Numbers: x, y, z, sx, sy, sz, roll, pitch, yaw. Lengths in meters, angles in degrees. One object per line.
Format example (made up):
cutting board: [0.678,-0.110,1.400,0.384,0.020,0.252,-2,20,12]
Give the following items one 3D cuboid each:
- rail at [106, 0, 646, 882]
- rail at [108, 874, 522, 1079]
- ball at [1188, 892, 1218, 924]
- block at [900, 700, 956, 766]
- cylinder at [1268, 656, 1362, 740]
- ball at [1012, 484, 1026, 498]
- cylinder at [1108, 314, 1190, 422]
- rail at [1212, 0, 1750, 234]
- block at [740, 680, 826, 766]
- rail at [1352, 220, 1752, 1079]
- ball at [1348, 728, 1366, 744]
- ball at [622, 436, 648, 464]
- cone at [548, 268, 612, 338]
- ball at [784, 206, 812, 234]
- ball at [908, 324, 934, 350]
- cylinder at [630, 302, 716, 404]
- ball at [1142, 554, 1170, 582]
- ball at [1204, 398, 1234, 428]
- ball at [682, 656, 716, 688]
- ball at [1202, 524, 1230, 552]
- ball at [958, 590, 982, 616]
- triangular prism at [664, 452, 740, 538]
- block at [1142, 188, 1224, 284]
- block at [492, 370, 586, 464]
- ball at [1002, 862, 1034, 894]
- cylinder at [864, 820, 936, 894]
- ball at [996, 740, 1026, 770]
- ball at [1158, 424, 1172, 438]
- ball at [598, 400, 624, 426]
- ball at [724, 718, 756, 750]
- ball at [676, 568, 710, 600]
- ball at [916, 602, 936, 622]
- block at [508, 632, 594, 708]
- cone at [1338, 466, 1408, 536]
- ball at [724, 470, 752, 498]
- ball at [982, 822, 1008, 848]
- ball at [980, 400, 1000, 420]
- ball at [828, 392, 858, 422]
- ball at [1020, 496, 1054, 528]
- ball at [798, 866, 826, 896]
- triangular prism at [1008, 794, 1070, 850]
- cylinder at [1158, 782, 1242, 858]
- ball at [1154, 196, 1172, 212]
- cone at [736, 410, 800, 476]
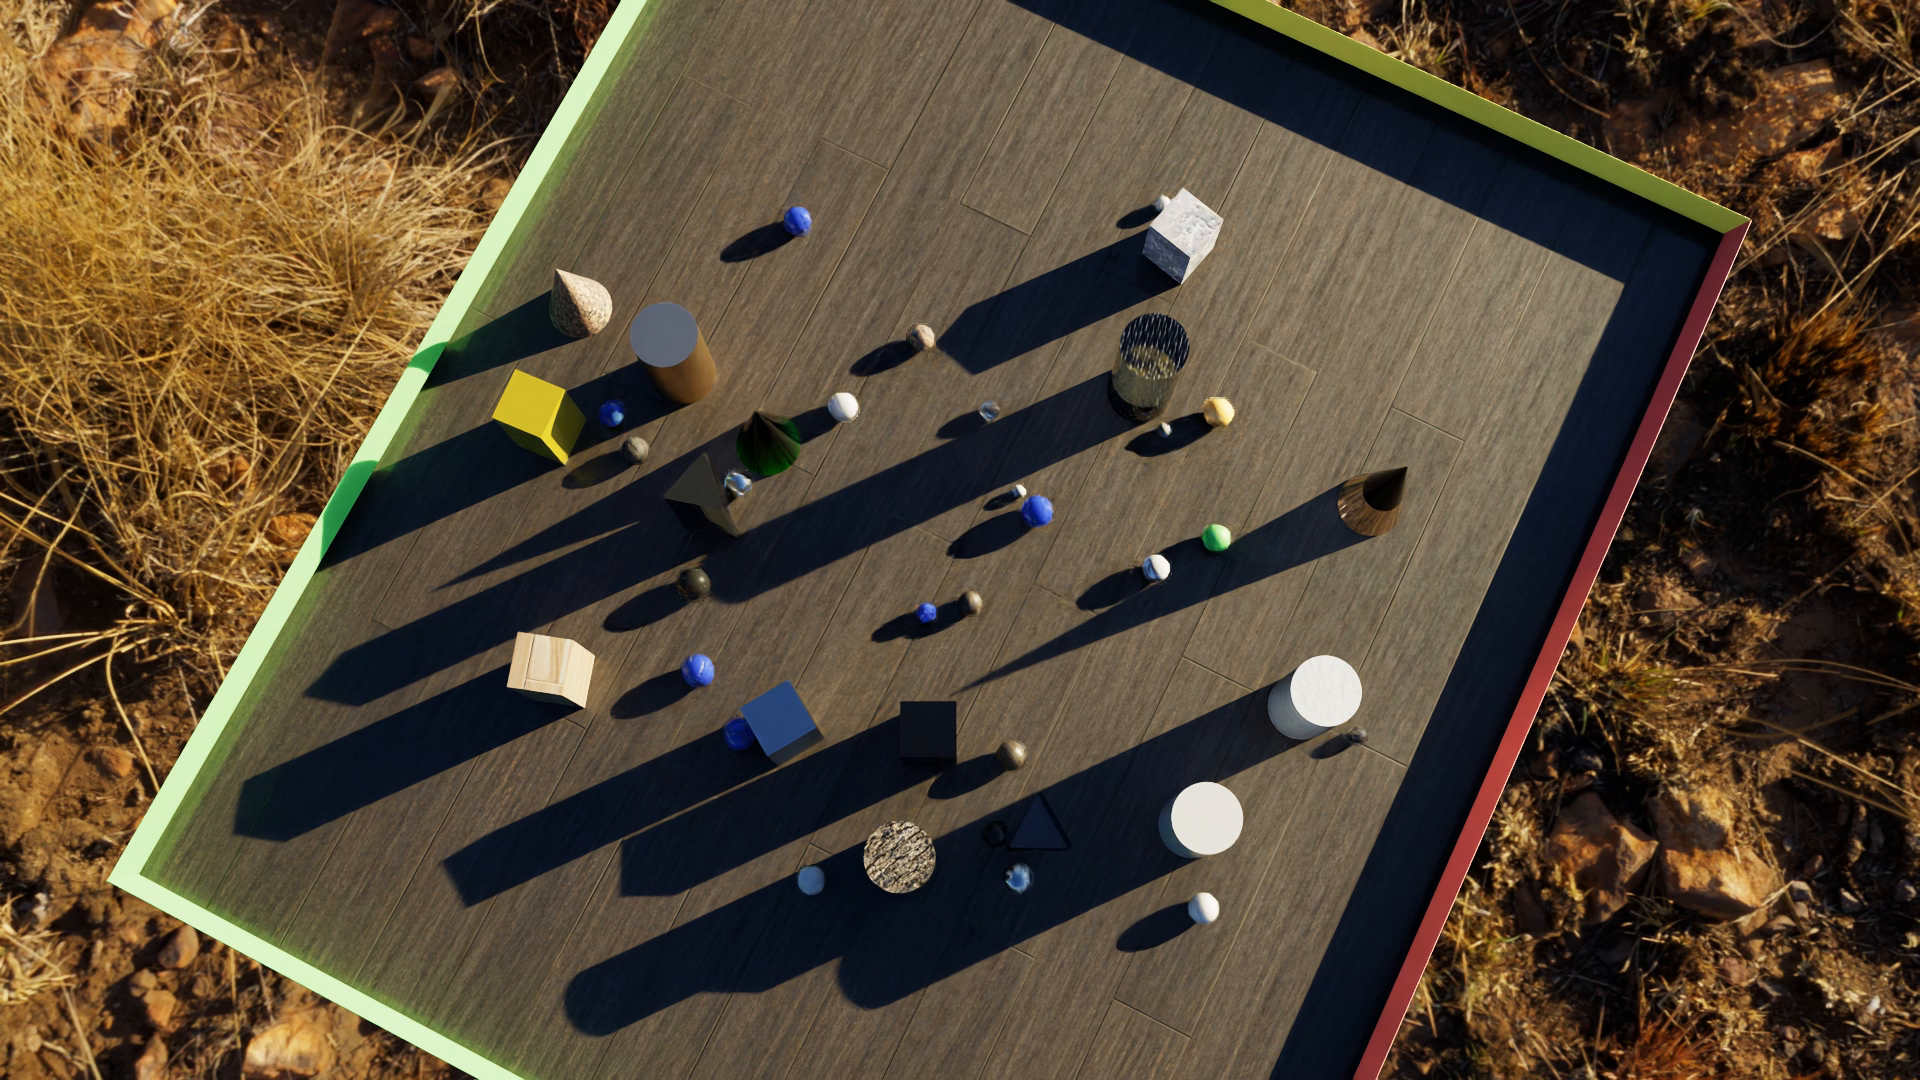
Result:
rail: [-1.543,-0.749,5.704,0.045,0.130,4.007,26,80,5]
rail: [-0.885,1.741,5.189,3.498,0.130,0.045,26,80,5]
ball: [0.710,1.074,5.348,0.091,0.091,0.091,0,78,0]
block: [-0.090,0.567,5.343,0.160,0.306,0.160,0,78,0]
cylinder: [1.025,0.462,5.321,0.200,0.392,0.200,0,78,0]
ball: [0.182,-0.149,5.627,0.041,0.041,0.041,0,78,0]
cylinder: [0.559,-0.510,5.487,0.200,0.460,0.200,0,78,0]
rail: [0.885,-1.727,5.907,3.498,0.130,0.045,26,80,5]
block: [-0.514,0.536,5.335,0.160,0.334,0.160,-30,80,-6]
rail: [1.543,0.762,5.391,0.045,0.130,4.007,26,80,5]
ball: [1.186,0.584,5.470,0.049,0.049,0.049,0,78,0]
ball: [-1.000,-0.276,5.632,0.082,0.082,0.082,0,78,0]
cone: [-1.195,-0.766,5.593,0.200,0.357,0.200,0,78,0]
ball: [-0.513,-1.007,5.780,0.089,0.089,0.089,0,78,0]
ball: [-0.120,-0.629,5.706,0.081,0.081,0.081,0,78,0]
cylinder: [-0.862,-0.559,5.531,0.200,0.395,0.200,0,78,0]
ball: [0.594,0.087,5.555,0.086,0.086,0.086,0,78,0]
ball: [0.797,-0.393,5.651,0.091,0.091,0.091,0,78,0]
ball: [-0.783,0.394,5.485,0.098,0.098,0.098,0,78,0]
ball: [0.781,-0.005,5.574,0.086,0.086,0.086,0,78,0]
ball: [0.030,0.190,5.539,0.074,0.074,0.074,0,78,0]
triangular prism: [-0.745,-0.136,5.433,0.173,0.415,0.150,11,79,2]
block: [0.689,-0.941,5.688,0.160,0.242,0.160,40,81,8]
block: [-1.264,-0.367,5.526,0.160,0.327,0.160,22,79,5]
ball: [0.171,0.989,5.364,0.094,0.094,0.094,0,78,0]
cylinder: [-0.169,0.915,5.261,0.200,0.325,0.200,0,78,0]
ball: [0.150,0.641,5.439,0.089,0.089,0.089,0,78,0]
ball: [0.631,-0.339,5.664,0.044,0.044,0.044,0,78,0]
ball: [-1.078,-0.390,5.657,0.080,0.080,0.080,0,78,0]
ball: [-0.654,0.577,5.447,0.098,0.098,0.098,0,78,0]
ball: [-0.805,0.133,5.538,0.100,0.100,0.100,0,78,0]
ball: [-0.102,0.220,5.540,0.061,0.061,0.061,0,78,0]
block: [-1.196,0.384,5.373,0.160,0.321,0.160,8,78,2]
cone: [1.262,-0.159,5.403,0.200,0.482,0.200,0,78,0]
ball: [-0.679,-0.174,5.610,0.084,0.084,0.084,0,78,0]
ball: [0.103,0.868,5.399,0.074,0.074,0.074,0,78,0]
ball: [0.092,-0.400,5.668,0.061,0.061,0.061,0,78,0]
ball: [-0.361,-0.411,5.655,0.091,0.091,0.091,0,78,0]
ball: [0.235,-0.086,5.584,0.098,0.098,0.098,0,78,0]
ball: [-0.435,0.998,5.368,0.084,0.084,0.084,0,78,0]
triangular prism: [0.225,0.814,5.282,0.173,0.325,0.150,0,78,0]
cylinder: [0.688,0.809,5.271,0.200,0.348,0.200,0,78,0]
ball: [0.644,-1.064,5.810,0.054,0.054,0.054,0,78,0]
cone: [-0.593,-0.336,5.492,0.200,0.379,0.200,0,78,0]
